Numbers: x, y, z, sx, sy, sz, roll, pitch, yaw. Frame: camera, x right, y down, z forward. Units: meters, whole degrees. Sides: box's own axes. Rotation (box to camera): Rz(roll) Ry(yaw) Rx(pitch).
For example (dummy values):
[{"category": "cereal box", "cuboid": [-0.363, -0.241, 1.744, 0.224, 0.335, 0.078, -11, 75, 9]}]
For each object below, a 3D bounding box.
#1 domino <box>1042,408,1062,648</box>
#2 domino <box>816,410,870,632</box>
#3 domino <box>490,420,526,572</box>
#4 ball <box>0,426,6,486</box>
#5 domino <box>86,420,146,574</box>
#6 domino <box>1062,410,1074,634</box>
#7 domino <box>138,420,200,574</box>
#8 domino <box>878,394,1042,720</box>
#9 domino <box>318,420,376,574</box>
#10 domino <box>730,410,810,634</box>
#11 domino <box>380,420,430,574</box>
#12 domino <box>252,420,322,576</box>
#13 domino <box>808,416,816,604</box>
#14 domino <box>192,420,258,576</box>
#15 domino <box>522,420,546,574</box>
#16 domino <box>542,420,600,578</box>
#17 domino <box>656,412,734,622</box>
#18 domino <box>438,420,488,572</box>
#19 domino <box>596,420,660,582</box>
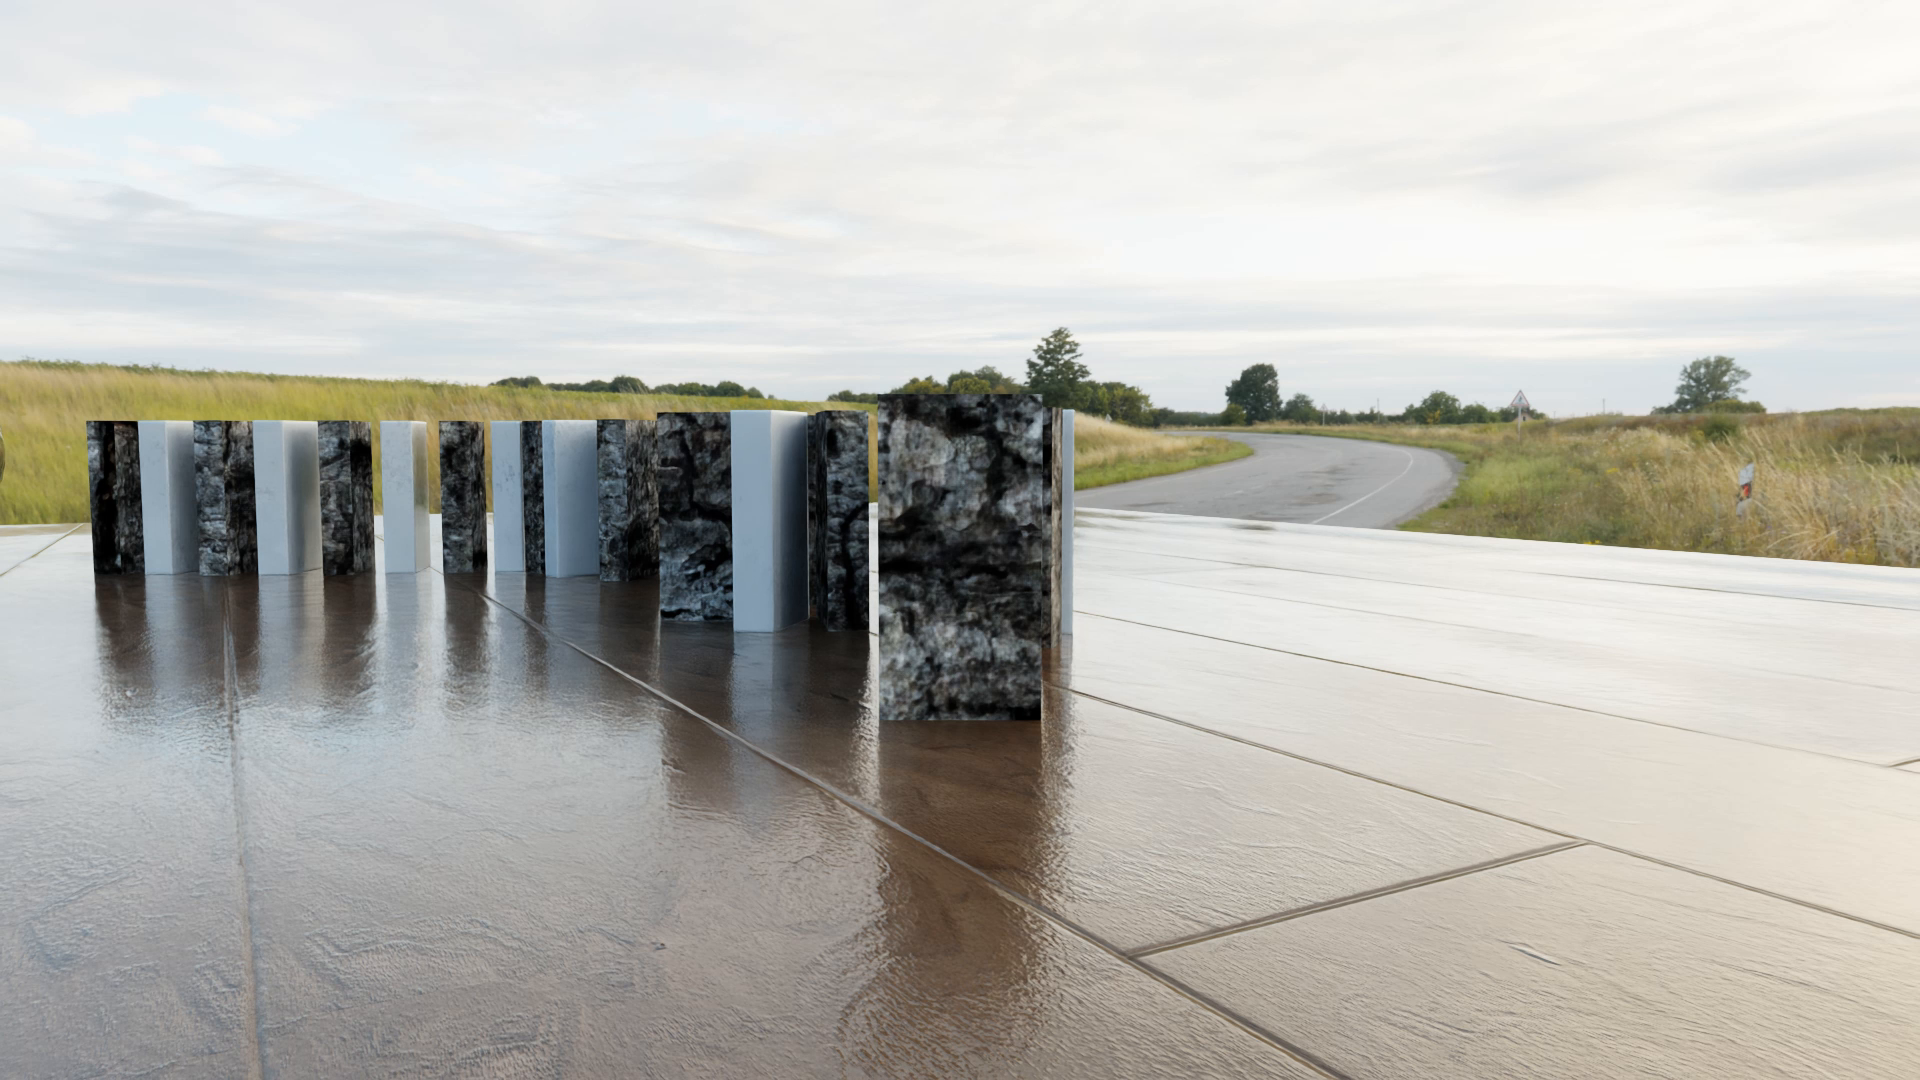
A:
[{"category": "domino", "cuboid": [0.008, -0.003, 0.273, 0.025, 0.050, 0.009, 1, 4, 17]}, {"category": "domino", "cuboid": [-0.028, -0.005, 0.303, 0.010, 0.050, 0.025, -1, 4, -12]}, {"category": "domino", "cuboid": [-0.150, -0.015, 0.437, 0.010, 0.050, 0.025, 0, 4, 0]}, {"category": "ball", "cuboid": [-0.374, -0.030, 0.436, 0.080, 0.080, 0.080, 0, 4, 0]}, {"category": "domino", "cuboid": [-0.278, -0.015, 0.430, 0.010, 0.050, 0.025, 0, 4, 4]}, {"category": "domino", "cuboid": [0.013, -0.004, 0.290, 0.025, 0.050, 0.009, 0, 4, 4]}, {"category": "domino", "cuboid": [-0.259, -0.015, 0.428, 0.010, 0.050, 0.025, 0, 4, 6]}, {"category": "domino", "cuboid": [0.000, 0.002, 0.201, 0.025, 0.050, 0.009, 0, 4, 0]}, {"category": "domino", "cuboid": [-0.204, -0.015, 0.428, 0.010, 0.050, 0.025, -1, 4, -10]}, {"category": "domino", "cuboid": [-0.044, -0.005, 0.299, 0.009, 0.050, 0.025, 1, 4, 12]}, {"category": "domino", "cuboid": [-0.186, -0.015, 0.431, 0.009, 0.050, 0.025, -1, 4, -12]}, {"category": "domino", "cuboid": [-0.223, -0.014, 0.426, 0.010, 0.050, 0.025, 0, 4, -2]}, {"category": "domino", "cuboid": [-0.046, -0.008, 0.346, 0.025, 0.050, 0.009, 2, 5, 20]}, {"category": "domino", "cuboid": [-0.241, -0.014, 0.426, 0.009, 0.050, 0.025, 0, 4, 3]}, {"category": "domino", "cuboid": [-0.133, -0.015, 0.431, 0.009, 0.050, 0.025, 4, 6, 41]}, {"category": "domino", "cuboid": [-0.121, -0.014, 0.417, 0.025, 0.050, 0.009, -4, 6, -41]}, {"category": "domino", "cuboid": [-0.059, -0.006, 0.311, 0.025, 0.050, 0.010, 1, 4, 8]}, {"category": "domino", "cuboid": [-0.168, -0.015, 0.435, 0.010, 0.050, 0.025, -1, 4, -10]}, {"category": "domino", "cuboid": [-0.105, -0.013, 0.409, 0.010, 0.050, 0.025, 1, 4, 10]}]
